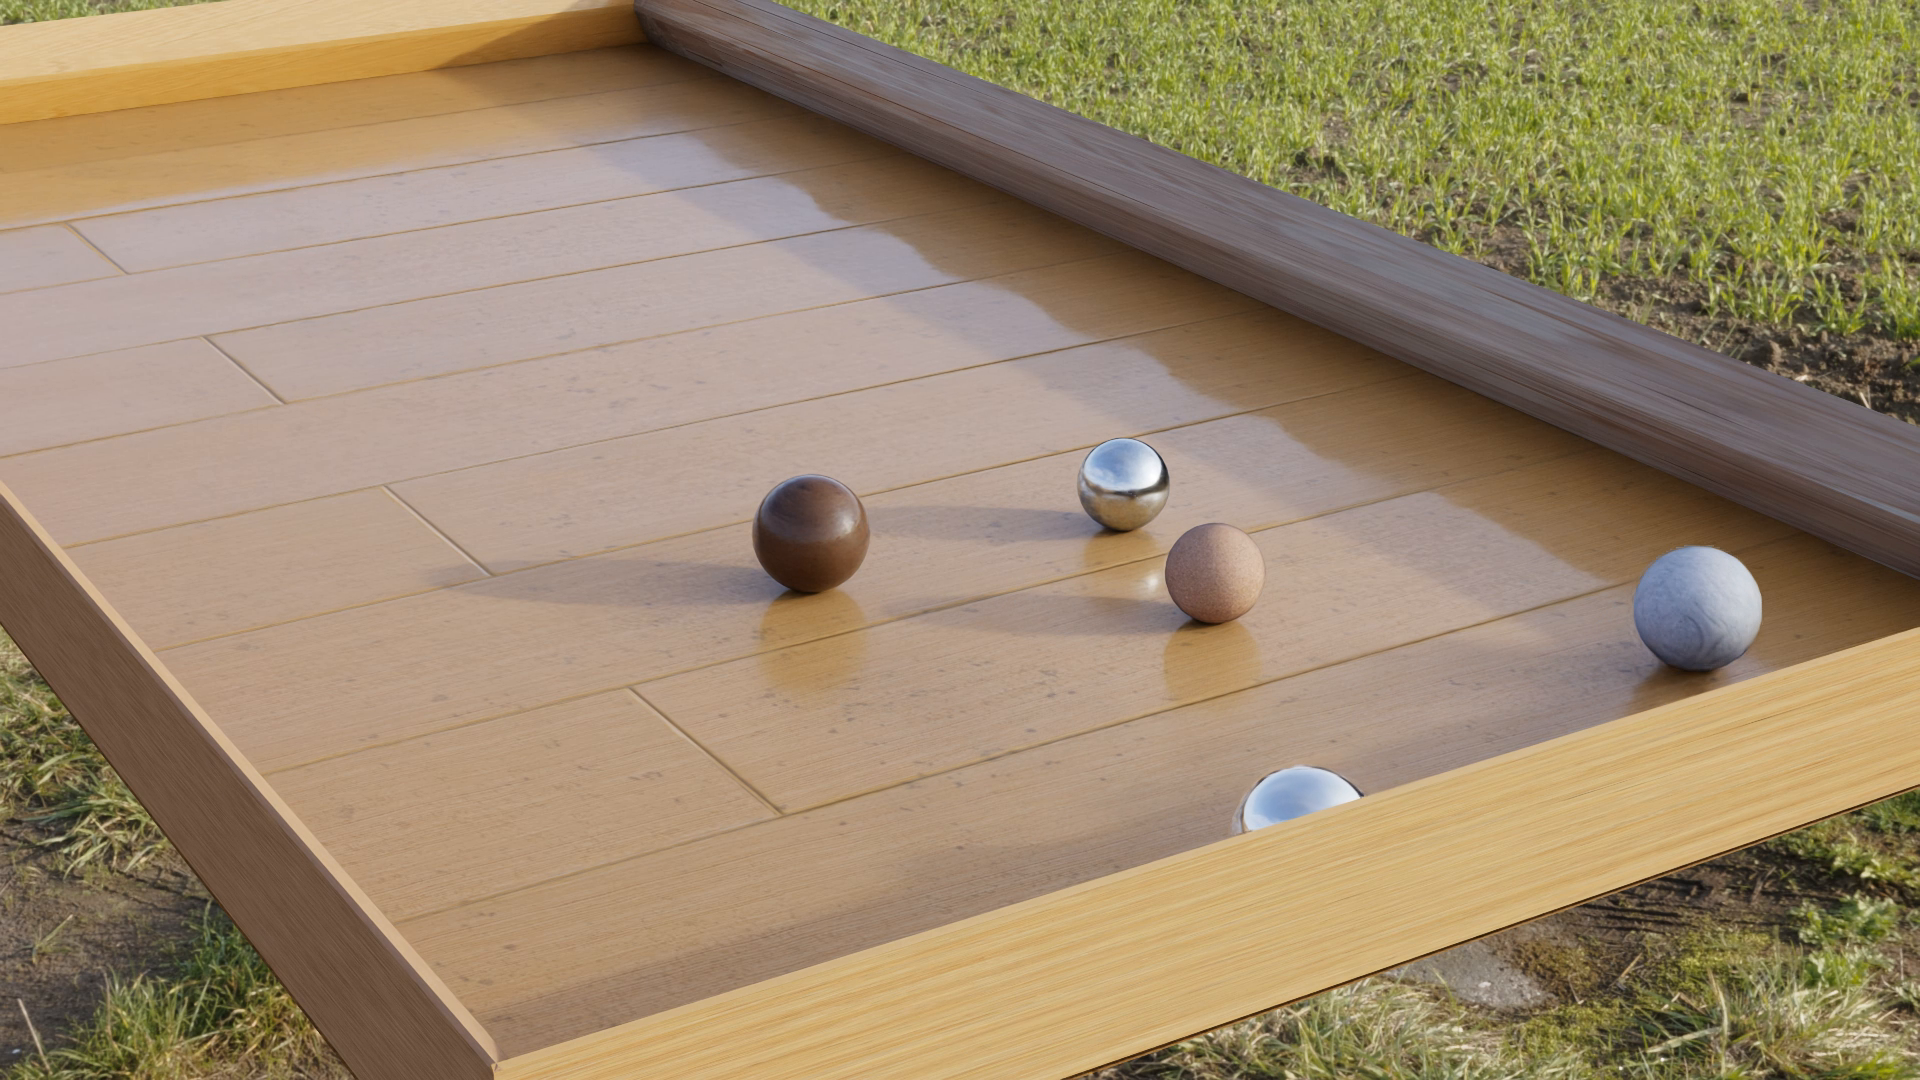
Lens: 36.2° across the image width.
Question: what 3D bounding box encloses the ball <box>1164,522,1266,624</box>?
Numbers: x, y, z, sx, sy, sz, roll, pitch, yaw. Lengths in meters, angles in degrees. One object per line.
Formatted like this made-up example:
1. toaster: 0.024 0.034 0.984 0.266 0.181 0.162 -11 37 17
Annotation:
1. ball: 0.203 0.026 2.335 0.080 0.080 0.080 0 22 0

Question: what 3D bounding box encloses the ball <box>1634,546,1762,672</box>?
1. ball: 0.564 0.053 2.248 0.096 0.096 0.096 0 22 0

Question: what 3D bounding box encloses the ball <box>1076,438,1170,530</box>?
1. ball: 0.140 -0.048 2.517 0.080 0.080 0.080 0 22 0

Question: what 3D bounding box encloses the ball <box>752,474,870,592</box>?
1. ball: -0.121 -0.005 2.391 0.096 0.096 0.096 0 22 0

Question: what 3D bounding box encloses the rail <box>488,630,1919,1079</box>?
1. rail: 0.333 0.185 1.880 1.373 0.126 0.045 -13 26 -29

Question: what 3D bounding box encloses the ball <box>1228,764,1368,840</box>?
1. ball: 0.222 0.194 1.901 0.097 0.097 0.097 0 22 0

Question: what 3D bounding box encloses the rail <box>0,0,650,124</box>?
1. rail: -1.025 -0.644 3.919 1.373 0.126 0.045 -13 26 -29

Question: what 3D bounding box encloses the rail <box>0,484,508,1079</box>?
1. rail: -0.910 -0.098 2.577 0.045 0.126 2.634 -13 26 -29

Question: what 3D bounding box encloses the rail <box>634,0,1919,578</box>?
1. rail: 0.218 -0.361 3.222 0.045 0.126 2.634 -13 26 -29
